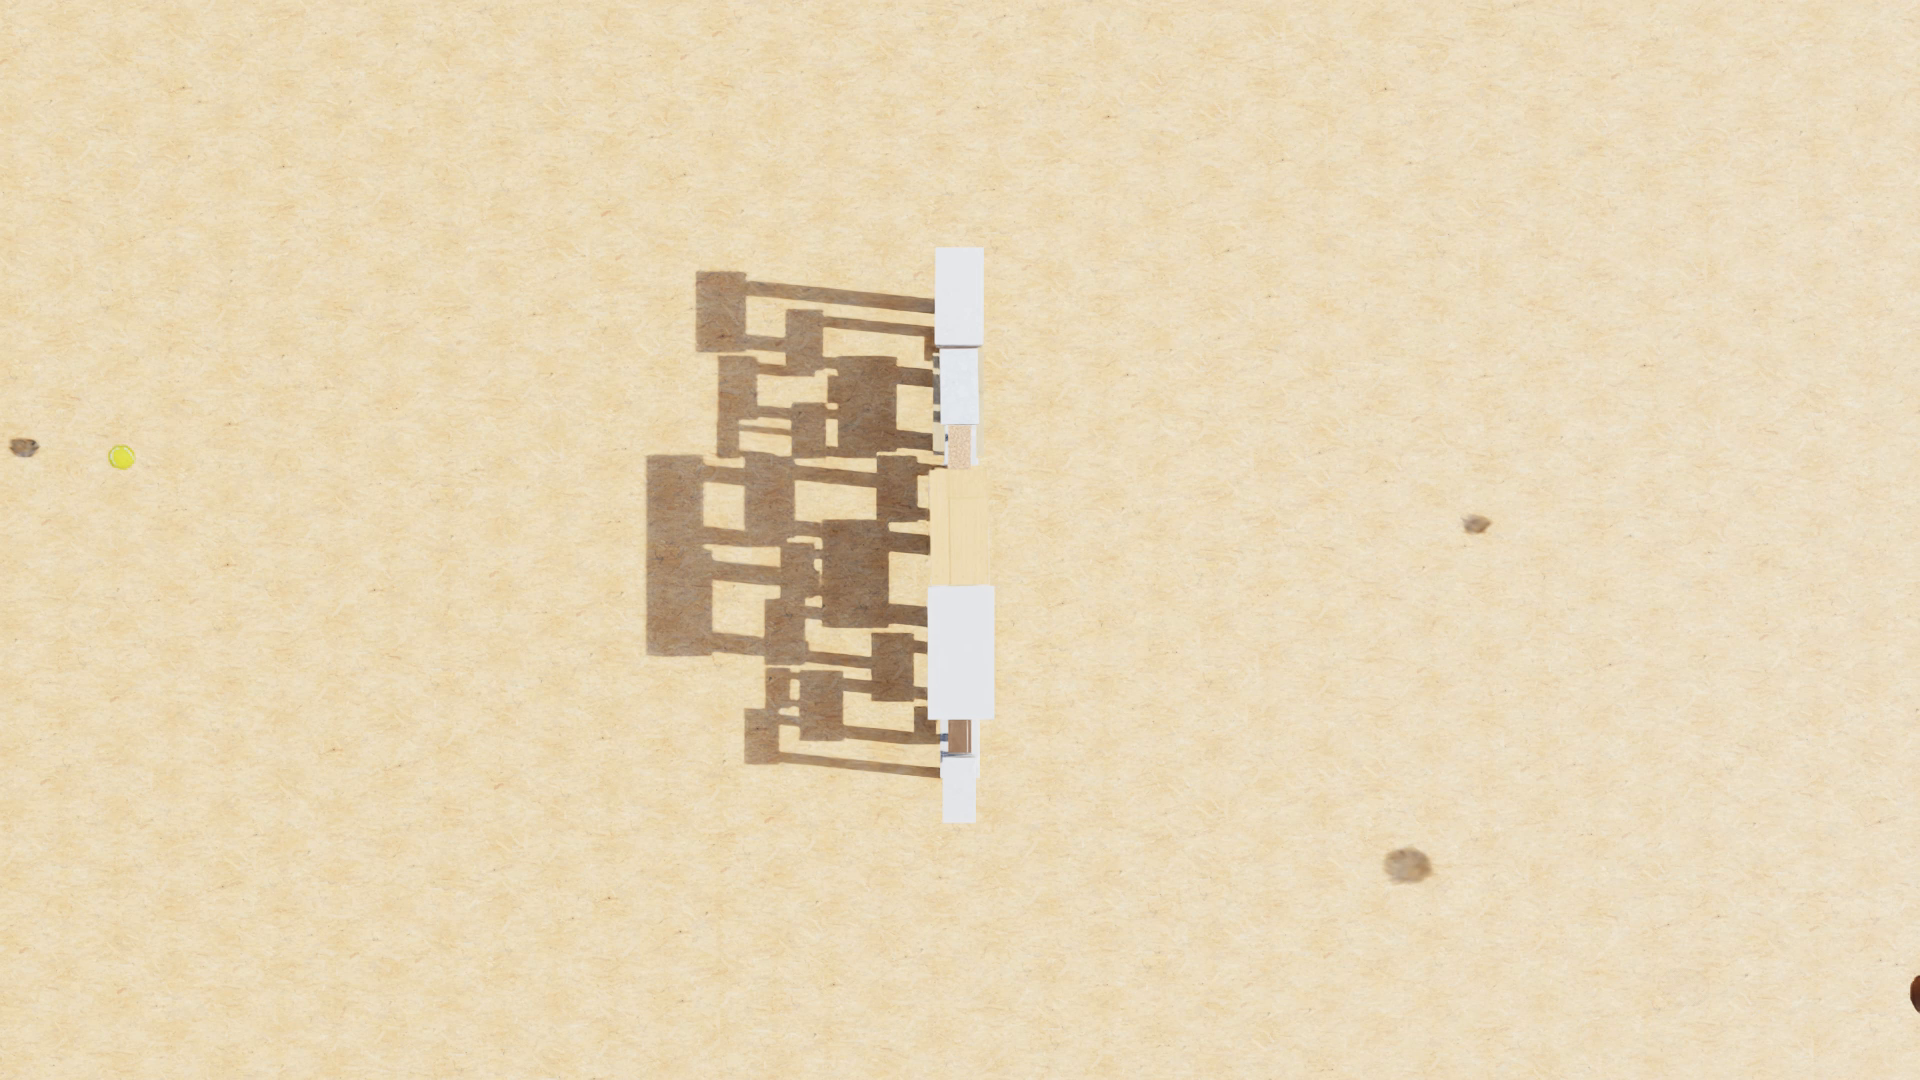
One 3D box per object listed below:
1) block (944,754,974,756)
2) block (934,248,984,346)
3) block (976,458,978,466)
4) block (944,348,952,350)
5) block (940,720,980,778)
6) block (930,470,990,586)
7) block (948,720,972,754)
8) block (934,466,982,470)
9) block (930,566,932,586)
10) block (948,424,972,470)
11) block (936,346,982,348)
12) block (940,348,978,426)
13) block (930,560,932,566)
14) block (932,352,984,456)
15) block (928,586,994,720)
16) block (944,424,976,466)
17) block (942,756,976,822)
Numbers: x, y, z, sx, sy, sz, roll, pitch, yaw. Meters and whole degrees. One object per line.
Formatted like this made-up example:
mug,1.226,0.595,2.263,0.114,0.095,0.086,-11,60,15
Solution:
block,-0.002,0.658,4.875,0.094,0.188,0.027,0,90,0
block,-0.002,-0.680,4.615,0.135,0.038,0.270,0,90,0
block,0.003,-0.149,5.262,0.111,0.031,0.222,0,90,0
block,0.002,-0.615,4.918,0.102,0.029,0.204,0,90,0
block,-0.001,0.599,4.985,0.118,0.033,0.236,0,90,0
block,-0.002,-0.032,4.435,0.154,0.044,0.309,-1,86,0
block,-0.001,0.554,4.823,0.068,0.019,0.136,0,90,0
block,-0.006,-0.079,4.795,0.137,0.039,0.275,0,89,0
block,-0.004,0.147,5.115,0.180,0.051,0.359,0,90,0
block,-0.001,-0.259,4.640,0.064,0.018,0.128,1,90,0
block,-0.003,-0.590,4.769,0.135,0.270,0.038,0,90,0
block,-0.002,-0.433,4.676,0.107,0.030,0.213,-1,90,0
block,-0.003,0.070,4.607,0.154,0.309,0.044,-1,91,-1
block,-0.005,-0.424,5.160,0.159,0.045,0.318,0,90,0
block,0.003,0.303,4.455,0.179,0.051,0.357,0,90,0
block,0.002,-0.315,4.937,0.094,0.027,0.187,0,90,0
block,-0.002,0.721,4.767,0.094,0.027,0.188,0,90,0
